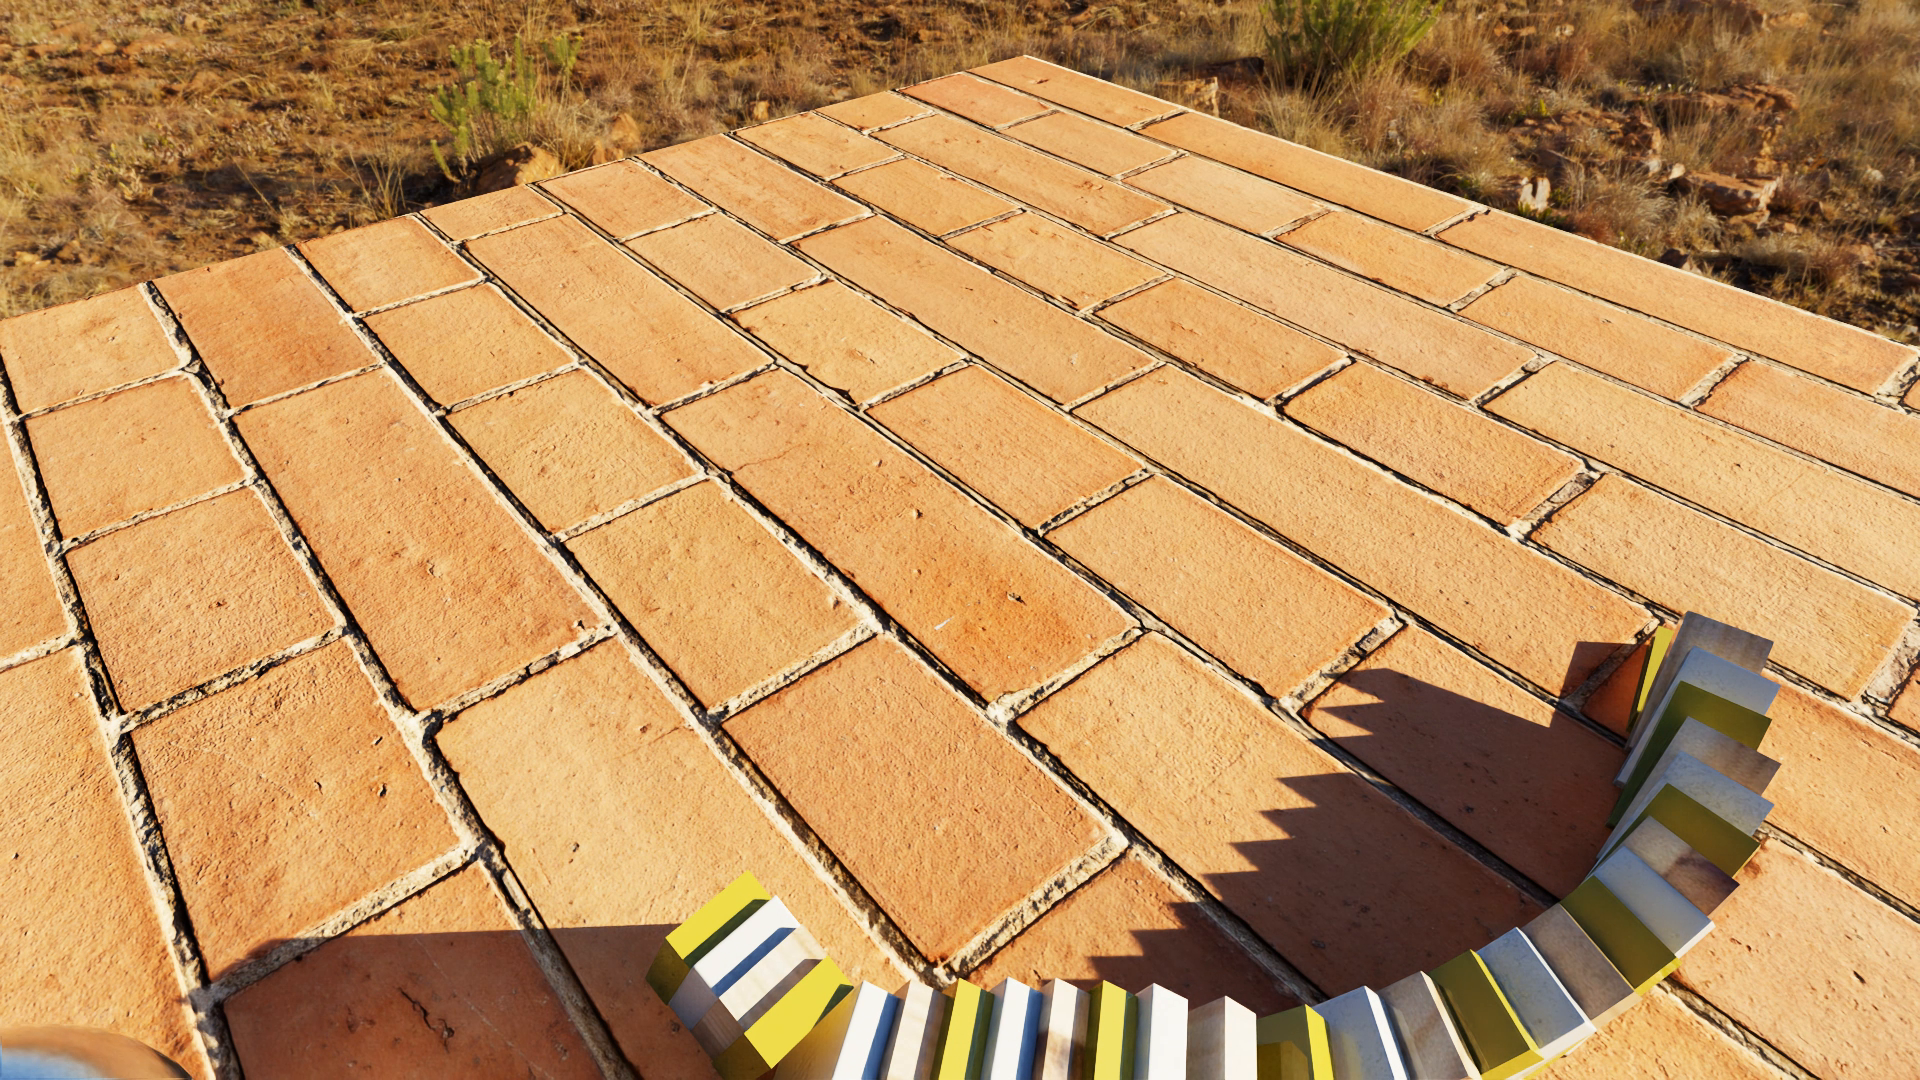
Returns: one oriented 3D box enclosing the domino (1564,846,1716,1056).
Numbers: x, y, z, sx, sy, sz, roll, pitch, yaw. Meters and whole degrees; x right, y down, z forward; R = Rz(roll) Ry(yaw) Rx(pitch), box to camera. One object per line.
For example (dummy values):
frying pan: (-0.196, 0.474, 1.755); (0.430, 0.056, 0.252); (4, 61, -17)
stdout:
domino: (0.167, 0.108, 0.288); (0.050, 0.009, 0.025); (-47, 46, 8)

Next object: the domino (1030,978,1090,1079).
domino: (0.012, 0.126, 0.259); (0.009, 0.050, 0.025); (29, 39, -10)

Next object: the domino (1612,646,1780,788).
domino: (0.231, 0.061, 0.346); (0.025, 0.010, 0.050); (30, 84, 28)

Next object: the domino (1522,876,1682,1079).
domino: (0.154, 0.113, 0.282); (0.050, 0.010, 0.025); (-45, 44, 10)

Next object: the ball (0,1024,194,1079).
ball: (-0.192, 0.139, 0.218); (0.080, 0.080, 0.080); (0, 39, 0)

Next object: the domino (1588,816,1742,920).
domino: (0.179, 0.102, 0.295); (0.050, 0.010, 0.025); (-49, 48, 6)

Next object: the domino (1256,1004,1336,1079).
domino: (0.064, 0.130, 0.259); (0.050, 0.010, 0.025); (-34, 27, 31)

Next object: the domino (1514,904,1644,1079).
domino: (0.140, 0.117, 0.276); (0.050, 0.010, 0.025); (-42, 41, 13)

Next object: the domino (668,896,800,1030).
domino: (-0.058, 0.108, 0.280); (0.025, 0.050, 0.010); (-35, 77, -35)

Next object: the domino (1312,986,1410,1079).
domino: (0.080, 0.129, 0.262); (0.050, 0.009, 0.025); (-35, 32, 24)

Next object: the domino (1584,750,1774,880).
domino: (0.203, 0.088, 0.313); (0.025, 0.010, 0.050); (37, 91, 36)

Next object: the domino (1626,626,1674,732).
domino: (0.249, 0.052, 0.380); (0.025, 0.010, 0.050); (23, 45, 25)

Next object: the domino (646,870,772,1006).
domino: (-0.066, 0.104, 0.285); (0.025, 0.050, 0.009); (-35, 77, -35)

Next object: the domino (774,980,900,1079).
domino: (-0.032, 0.126, 0.259); (0.009, 0.050, 0.025); (30, 42, -9)

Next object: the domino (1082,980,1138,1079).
domino: (0.023, 0.126, 0.259); (0.009, 0.050, 0.025); (29, 39, -10)

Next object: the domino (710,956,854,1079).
domino: (-0.044, 0.119, 0.267); (0.025, 0.050, 0.010); (-35, 77, -35)

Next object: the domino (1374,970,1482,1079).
domino: (0.096, 0.127, 0.264); (0.050, 0.010, 0.025); (-36, 35, 21)

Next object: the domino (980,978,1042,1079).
domino: (0.001, 0.126, 0.259); (0.010, 0.050, 0.025); (29, 40, -10)

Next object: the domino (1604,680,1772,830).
domino: (0.221, 0.071, 0.335); (0.025, 0.010, 0.050); (28, 83, 29)

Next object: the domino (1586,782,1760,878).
domino: (0.191, 0.095, 0.304); (0.050, 0.009, 0.025); (-52, 51, 3)

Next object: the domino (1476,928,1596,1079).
domino: (0.125, 0.121, 0.272); (0.050, 0.009, 0.025); (-41, 39, 15)

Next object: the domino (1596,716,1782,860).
domino: (0.213, 0.080, 0.322); (0.025, 0.009, 0.050); (33, 89, 33)

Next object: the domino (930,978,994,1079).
domino: (-0.010, 0.126, 0.259); (0.009, 0.050, 0.025); (29, 40, -10)

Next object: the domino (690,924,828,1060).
domino: (-0.051, 0.113, 0.274); (0.025, 0.050, 0.009); (-35, 77, -35)

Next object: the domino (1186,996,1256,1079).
domino: (0.048, 0.128, 0.258); (0.009, 0.050, 0.025); (35, 38, -15)

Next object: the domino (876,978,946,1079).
domino: (-0.021, 0.126, 0.259); (0.009, 0.050, 0.025); (29, 39, -10)

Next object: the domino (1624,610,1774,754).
domino: (0.240, 0.051, 0.357); (0.025, 0.009, 0.050); (25, 81, 26)

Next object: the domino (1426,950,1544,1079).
domino: (0.111, 0.124, 0.268); (0.050, 0.010, 0.025); (-39, 37, 18)

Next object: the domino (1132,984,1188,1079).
domino: (0.034, 0.127, 0.258); (0.009, 0.050, 0.025); (29, 39, -10)
